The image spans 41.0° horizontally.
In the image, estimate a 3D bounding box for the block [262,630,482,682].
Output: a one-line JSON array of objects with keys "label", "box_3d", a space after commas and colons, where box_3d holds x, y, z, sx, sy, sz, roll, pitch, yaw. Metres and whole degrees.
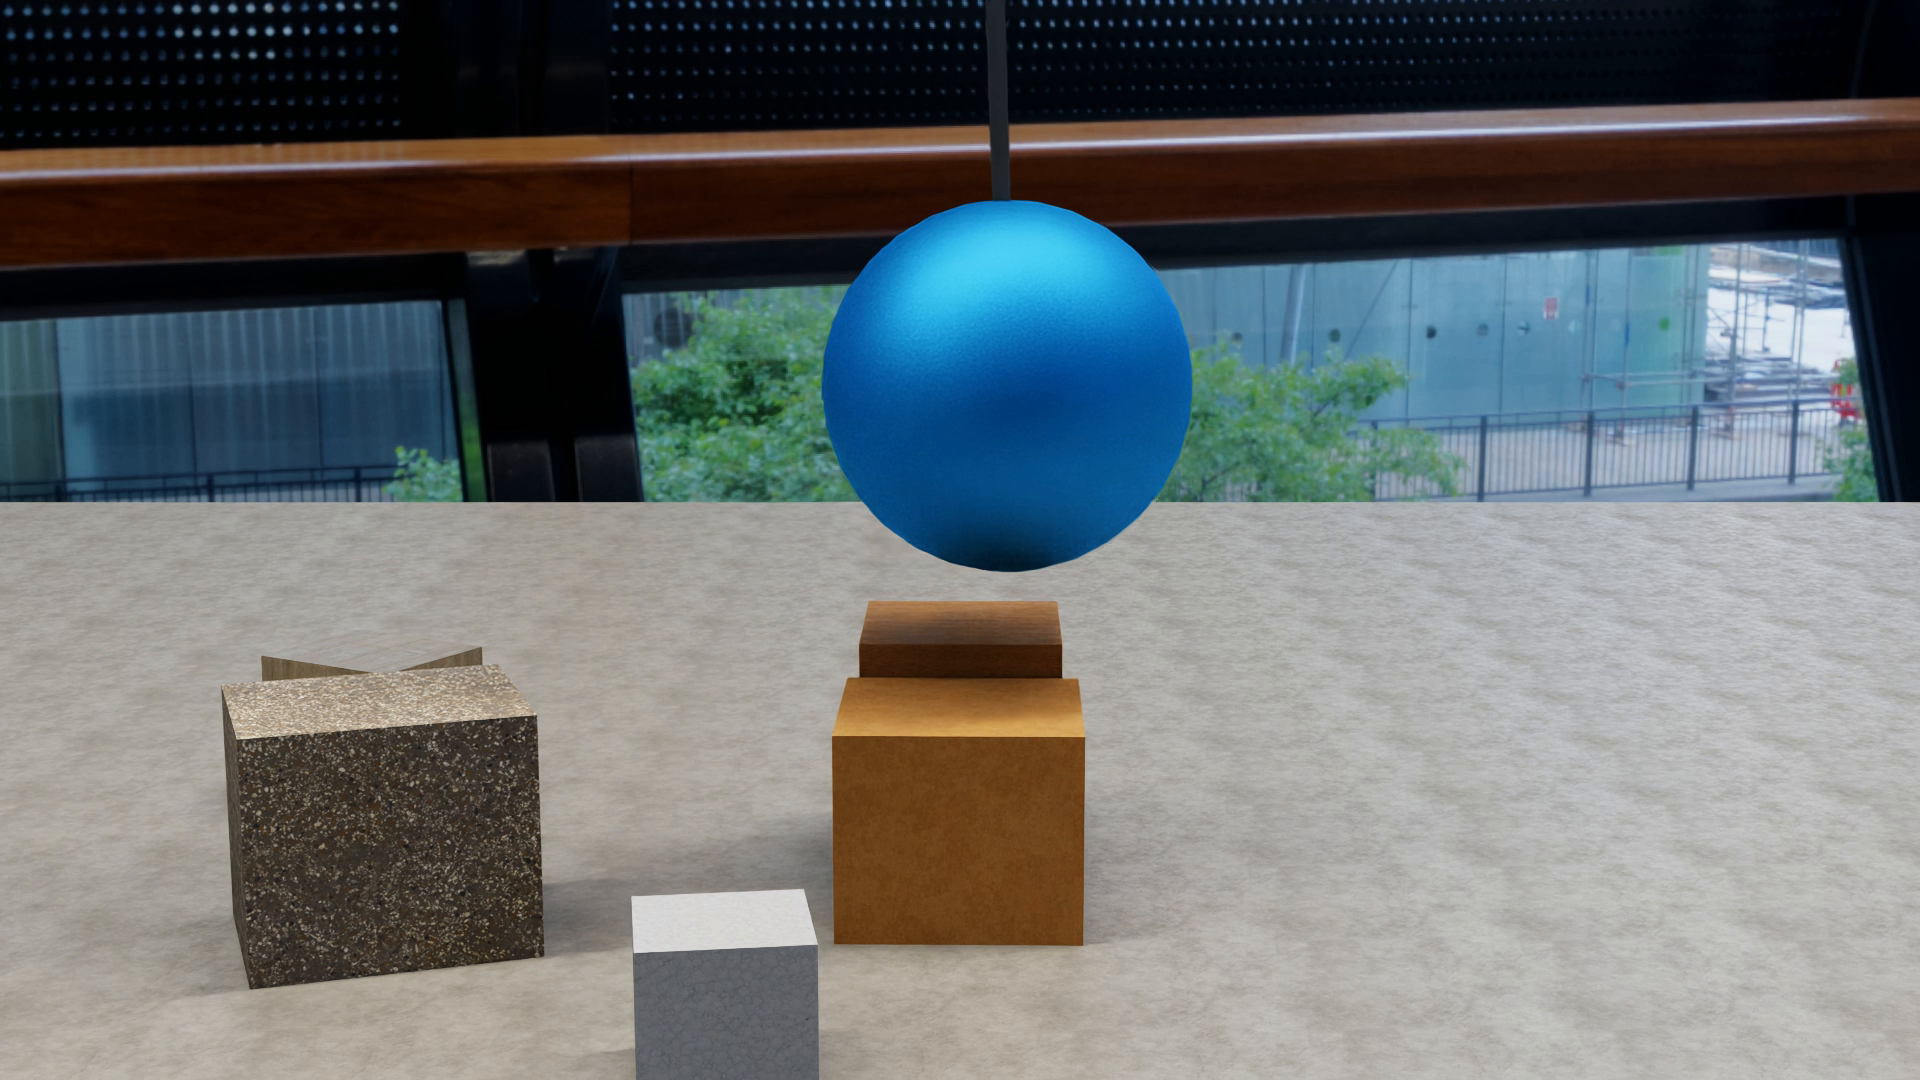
[{"label": "block", "box_3d": [-2.869, 0.899, 12.592, 0.797, 0.725, 0.688, 6, 12, 30]}]

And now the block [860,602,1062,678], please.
[{"label": "block", "box_3d": [0.008, 0.880, 11.857, 0.896, 1.026, 0.938, 0, 10, 1]}]

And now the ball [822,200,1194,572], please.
[{"label": "ball", "box_3d": [0.202, -0.663, 11.060, 1.600, 1.600, 1.600, 0, 10, 0]}]

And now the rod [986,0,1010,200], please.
[{"label": "rod", "box_3d": [0.088, -4.006, 10.452, 0.080, 5.200, 0.080, -2, 10, 0]}]

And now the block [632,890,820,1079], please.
[{"label": "block", "box_3d": [-0.836, 1.617, 9.060, 0.623, 0.577, 0.610, -1, 10, -8]}]

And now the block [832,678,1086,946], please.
[{"label": "block", "box_3d": [0.003, 1.130, 10.896, 1.019, 0.877, 1.017, 0, 10, 1]}]

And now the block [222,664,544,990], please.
[{"label": "block", "box_3d": [-2.372, 1.140, 10.499, 1.148, 1.001, 0.948, -4, 11, -19]}]
